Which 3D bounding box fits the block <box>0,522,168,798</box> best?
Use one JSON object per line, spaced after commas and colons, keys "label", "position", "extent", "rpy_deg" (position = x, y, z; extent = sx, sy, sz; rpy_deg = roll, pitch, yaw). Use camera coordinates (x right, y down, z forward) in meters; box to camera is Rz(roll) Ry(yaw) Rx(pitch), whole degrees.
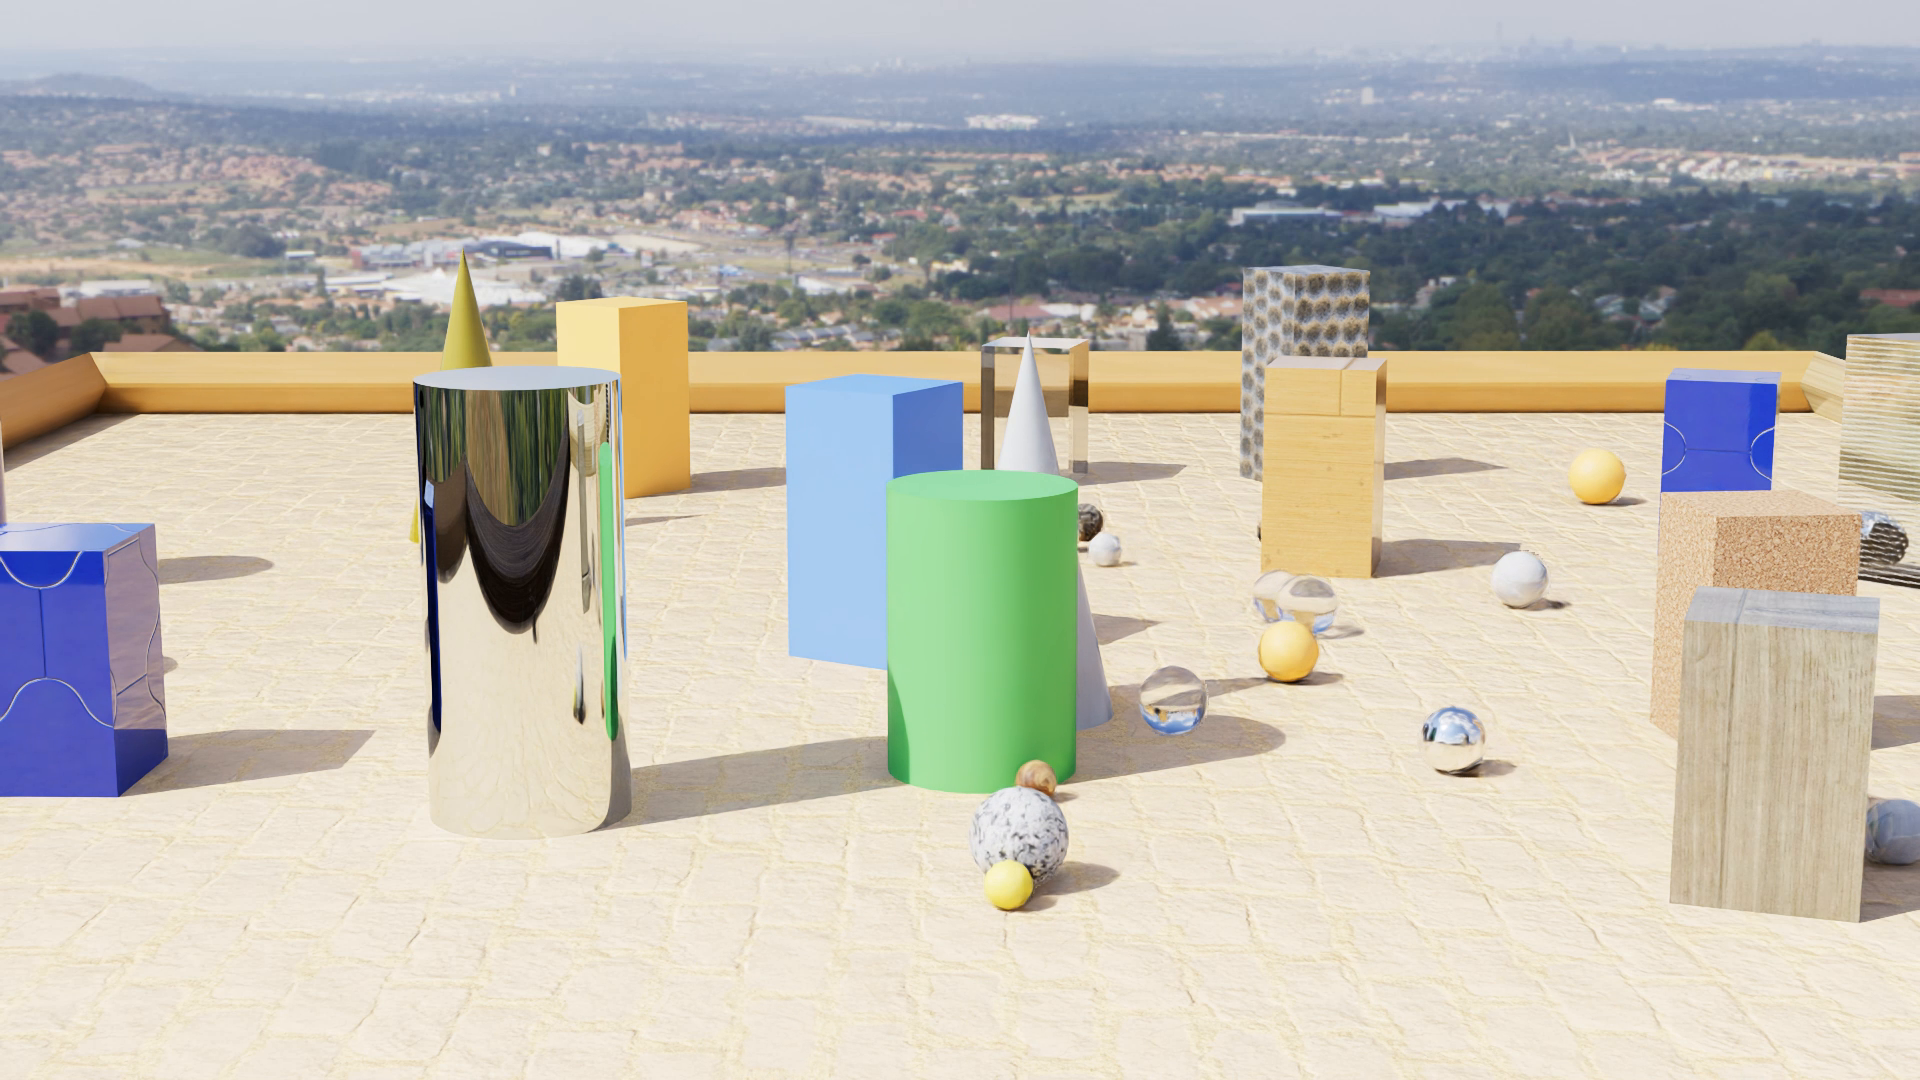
{"label": "block", "position": [-0.926, 0.121, 2.640], "extent": [0.158, 0.253, 0.158], "rpy_deg": [0, 10, 1]}

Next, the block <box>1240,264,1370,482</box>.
{"label": "block", "position": [0.608, -0.291, 4.534], "extent": [0.158, 0.373, 0.158], "rpy_deg": [-5, 12, -27]}

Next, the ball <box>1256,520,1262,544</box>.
{"label": "ball", "position": [0.480, -0.013, 3.896], "extent": [0.059, 0.059, 0.059], "rpy_deg": [0, 10, 0]}

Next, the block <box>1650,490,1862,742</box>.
{"label": "block", "position": [0.861, 0.089, 2.788], "extent": [0.158, 0.261, 0.158], "rpy_deg": [-1, 11, -6]}

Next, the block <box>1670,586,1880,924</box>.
{"label": "block", "position": [0.726, 0.186, 2.282], "extent": [0.158, 0.255, 0.158], "rpy_deg": [4, 11, 20]}

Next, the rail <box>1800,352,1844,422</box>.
{"label": "rail", "position": [1.802, 0.031, 3.459], "extent": [0.045, 0.128, 4.037], "rpy_deg": [0, 10, 0]}

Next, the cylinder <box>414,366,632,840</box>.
{"label": "cylinder", "position": [-0.424, 0.056, 2.500], "extent": [0.198, 0.431, 0.198], "rpy_deg": [0, 10, 0]}

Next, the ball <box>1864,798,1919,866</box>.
{"label": "ball", "position": [0.863, 0.269, 2.365], "extent": [0.061, 0.061, 0.061], "rpy_deg": [0, 10, 0]}

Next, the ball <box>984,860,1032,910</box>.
{"label": "ball", "position": [0.042, 0.301, 2.242], "extent": [0.043, 0.043, 0.043], "rpy_deg": [0, 10, 0]}

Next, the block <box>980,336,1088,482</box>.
{"label": "block", "position": [0.134, -0.230, 4.557], "extent": [0.158, 0.243, 0.158], "rpy_deg": [3, 11, 15]}

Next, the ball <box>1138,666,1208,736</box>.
{"label": "ball", "position": [0.235, 0.177, 2.824], "extent": [0.076, 0.076, 0.076], "rpy_deg": [0, 10, 0]}

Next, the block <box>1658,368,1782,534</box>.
{"label": "block", "position": [1.150, -0.116, 3.883], "extent": [0.158, 0.266, 0.158], "rpy_deg": [4, 11, 19]}

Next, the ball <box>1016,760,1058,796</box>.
{"label": "ball", "position": [0.076, 0.241, 2.569], "extent": [0.042, 0.042, 0.042], "rpy_deg": [0, 10, 0]}

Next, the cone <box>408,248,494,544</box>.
{"label": "cone", "position": [-0.763, -0.229, 3.979], "extent": [0.198, 0.452, 0.198], "rpy_deg": [0, 10, 0]}

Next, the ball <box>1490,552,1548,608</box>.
{"label": "ball", "position": [0.760, 0.054, 3.486], "extent": [0.077, 0.077, 0.077], "rpy_deg": [0, 10, 0]}

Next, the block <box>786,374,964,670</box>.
{"label": "block", "position": [-0.105, -0.026, 3.198], "extent": [0.158, 0.338, 0.158], "rpy_deg": [7, 12, 32]}

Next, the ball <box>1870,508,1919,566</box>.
{"label": "ball", "position": [1.382, -0.004, 3.773], "extent": [0.085, 0.085, 0.085], "rpy_deg": [0, 10, 0]}

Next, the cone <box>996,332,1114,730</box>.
{"label": "cone", "position": [0.076, -0.018, 2.884], "extent": [0.198, 0.437, 0.198], "rpy_deg": [0, 10, 0]}

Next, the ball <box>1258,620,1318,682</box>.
{"label": "ball", "position": [0.392, 0.133, 3.067], "extent": [0.073, 0.073, 0.073], "rpy_deg": [0, 10, 0]}

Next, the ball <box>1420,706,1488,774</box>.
{"label": "ball", "position": [0.514, 0.208, 2.670], "extent": [0.070, 0.070, 0.070], "rpy_deg": [0, 10, 0]}

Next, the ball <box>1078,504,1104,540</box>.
{"label": "ball", "position": [0.194, -0.029, 3.984], "extent": [0.057, 0.057, 0.057], "rpy_deg": [0, 10, 0]}

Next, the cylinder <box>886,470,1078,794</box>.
{"label": "cylinder", "position": [0.023, 0.091, 2.666], "extent": [0.198, 0.301, 0.198], "rpy_deg": [0, 10, 0]}

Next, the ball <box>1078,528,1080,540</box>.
{"label": "ball", "position": [0.156, -0.008, 3.886], "extent": [0.052, 0.052, 0.052], "rpy_deg": [0, 10, 0]}

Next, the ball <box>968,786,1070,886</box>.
{"label": "ball", "position": [0.053, 0.266, 2.300], "extent": [0.090, 0.090, 0.090], "rpy_deg": [0, 10, 0]}

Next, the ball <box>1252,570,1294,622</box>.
{"label": "ball", "position": [0.421, 0.074, 3.397], "extent": [0.069, 0.069, 0.069], "rpy_deg": [0, 10, 0]}

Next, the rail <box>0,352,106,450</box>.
{"label": "rail", "position": [-1.802, 0.035, 3.439], "extent": [0.045, 0.128, 4.037], "rpy_deg": [0, 10, 0]}

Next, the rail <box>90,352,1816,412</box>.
{"label": "rail", "position": [-0.011, -0.330, 5.410], "extent": [3.651, 0.128, 0.045], "rpy_deg": [0, 10, 0]}

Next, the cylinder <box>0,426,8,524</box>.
{"label": "cylinder", "position": [-1.431, -0.128, 3.553], "extent": [0.198, 0.410, 0.198], "rpy_deg": [0, 10, 0]}

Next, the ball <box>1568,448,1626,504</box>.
{"label": "ball", "position": [1.070, -0.107, 4.305], "extent": [0.093, 0.093, 0.093], "rpy_deg": [0, 10, 0]}

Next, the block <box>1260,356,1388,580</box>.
{"label": "block", "position": [0.533, -0.109, 3.748], "extent": [0.158, 0.301, 0.158], "rpy_deg": [3, 11, 14]}

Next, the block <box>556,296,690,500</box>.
{"label": "block", "position": [-0.581, -0.249, 4.436], "extent": [0.158, 0.325, 0.158], "rpy_deg": [9, 14, 40]}

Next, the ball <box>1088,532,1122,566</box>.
{"label": "ball", "position": [0.214, 0.014, 3.774], "extent": [0.050, 0.050, 0.050], "rpy_deg": [0, 10, 0]}

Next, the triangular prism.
{"label": "triangular prism", "position": [1.371, -0.117, 3.662], "extent": [0.148, 0.348, 0.171], "rpy_deg": [-9, 14, -41]}

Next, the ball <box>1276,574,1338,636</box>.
{"label": "ball", "position": [0.448, 0.084, 3.312], "extent": [0.081, 0.081, 0.081], "rpy_deg": [0, 10, 0]}
